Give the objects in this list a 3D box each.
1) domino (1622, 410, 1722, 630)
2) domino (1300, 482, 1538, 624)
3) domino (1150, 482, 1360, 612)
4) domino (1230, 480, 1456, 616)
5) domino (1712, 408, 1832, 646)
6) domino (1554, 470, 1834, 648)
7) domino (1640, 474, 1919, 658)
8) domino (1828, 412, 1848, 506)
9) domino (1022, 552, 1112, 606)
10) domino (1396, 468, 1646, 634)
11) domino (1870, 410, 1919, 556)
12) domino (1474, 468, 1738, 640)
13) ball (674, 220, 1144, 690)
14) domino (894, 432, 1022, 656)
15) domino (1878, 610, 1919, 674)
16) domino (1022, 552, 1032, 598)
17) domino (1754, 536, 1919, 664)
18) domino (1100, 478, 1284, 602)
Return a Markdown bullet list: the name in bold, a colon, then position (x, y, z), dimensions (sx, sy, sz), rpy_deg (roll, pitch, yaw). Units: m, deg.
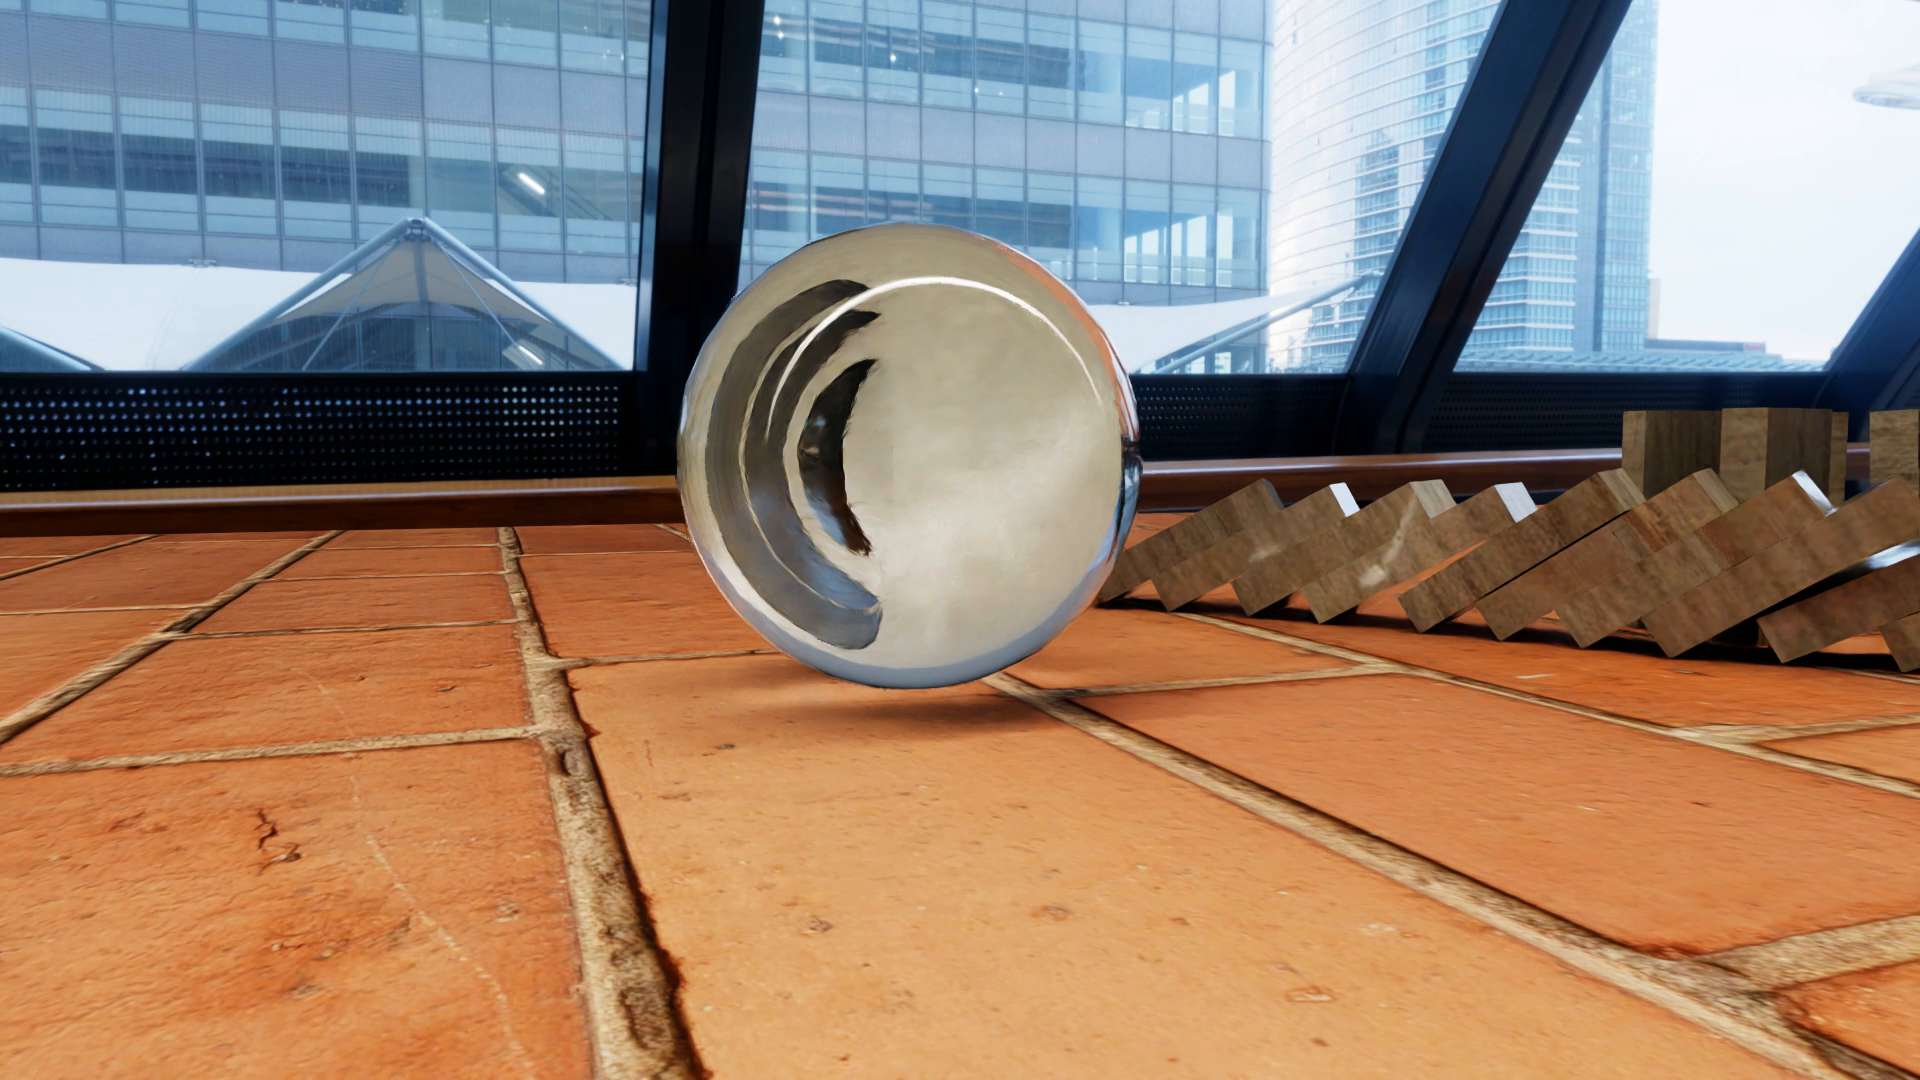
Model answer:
- **domino**: position (0.168, -0.005, 0.298), dimensions (0.025, 0.050, 0.009), rpy_deg (0, 4, -1)
- **domino**: position (0.108, 0.003, 0.300), dimensions (0.050, 0.010, 0.025), rpy_deg (-34, -16, 33)
- **domino**: position (0.076, 0.002, 0.326), dimensions (0.050, 0.009, 0.025), rpy_deg (-30, -9, 24)
- **domino**: position (0.093, 0.002, 0.311), dimensions (0.050, 0.009, 0.025), rpy_deg (-34, -16, 33)
- **domino**: position (0.176, -0.003, 0.278), dimensions (0.025, 0.050, 0.010), rpy_deg (-2, 5, -30)
- **domino**: position (0.150, 0.004, 0.263), dimensions (0.050, 0.010, 0.025), rpy_deg (-40, -18, 33)
- **domino**: position (0.162, 0.005, 0.253), dimensions (0.050, 0.010, 0.025), rpy_deg (-39, -18, 30)
- **domino**: position (0.211, -0.006, 0.318), dimensions (0.009, 0.050, 0.025), rpy_deg (2, 5, 25)
- **domino**: position (0.027, 0.010, 0.365), dimensions (0.025, 0.010, 0.050), rpy_deg (1, 4, 16)
- **domino**: position (0.125, 0.003, 0.285), dimensions (0.050, 0.009, 0.025), rpy_deg (-40, -20, 34)
- **domino**: position (0.226, -0.006, 0.305), dimensions (0.025, 0.050, 0.009), rpy_deg (-3, 3, -39)
- **domino**: position (0.138, 0.003, 0.274), dimensions (0.050, 0.010, 0.025), rpy_deg (-40, -19, 34)
- **ball**: position (-0.009, -0.014, 0.223), dimensions (0.080, 0.080, 0.080), rpy_deg (0, 4, 0)
- **domino**: position (0.000, 0.000, 0.268), dimensions (0.025, 0.050, 0.009), rpy_deg (0, -35, 2)
- **domino**: position (0.199, 0.009, 0.236), dimensions (0.050, 0.010, 0.025), rpy_deg (-28, -10, 32)
- **domino**: position (0.003, 0.004, 0.341), dimensions (0.025, 0.009, 0.050), rpy_deg (-11, 18, -1)
- **domino**: position (0.181, 0.008, 0.247), dimensions (0.050, 0.010, 0.025), rpy_deg (-30, -11, 26)
- **domino**: position (0.060, 0.000, 0.336), dimensions (0.050, 0.010, 0.025), rpy_deg (-29, -8, 17)
